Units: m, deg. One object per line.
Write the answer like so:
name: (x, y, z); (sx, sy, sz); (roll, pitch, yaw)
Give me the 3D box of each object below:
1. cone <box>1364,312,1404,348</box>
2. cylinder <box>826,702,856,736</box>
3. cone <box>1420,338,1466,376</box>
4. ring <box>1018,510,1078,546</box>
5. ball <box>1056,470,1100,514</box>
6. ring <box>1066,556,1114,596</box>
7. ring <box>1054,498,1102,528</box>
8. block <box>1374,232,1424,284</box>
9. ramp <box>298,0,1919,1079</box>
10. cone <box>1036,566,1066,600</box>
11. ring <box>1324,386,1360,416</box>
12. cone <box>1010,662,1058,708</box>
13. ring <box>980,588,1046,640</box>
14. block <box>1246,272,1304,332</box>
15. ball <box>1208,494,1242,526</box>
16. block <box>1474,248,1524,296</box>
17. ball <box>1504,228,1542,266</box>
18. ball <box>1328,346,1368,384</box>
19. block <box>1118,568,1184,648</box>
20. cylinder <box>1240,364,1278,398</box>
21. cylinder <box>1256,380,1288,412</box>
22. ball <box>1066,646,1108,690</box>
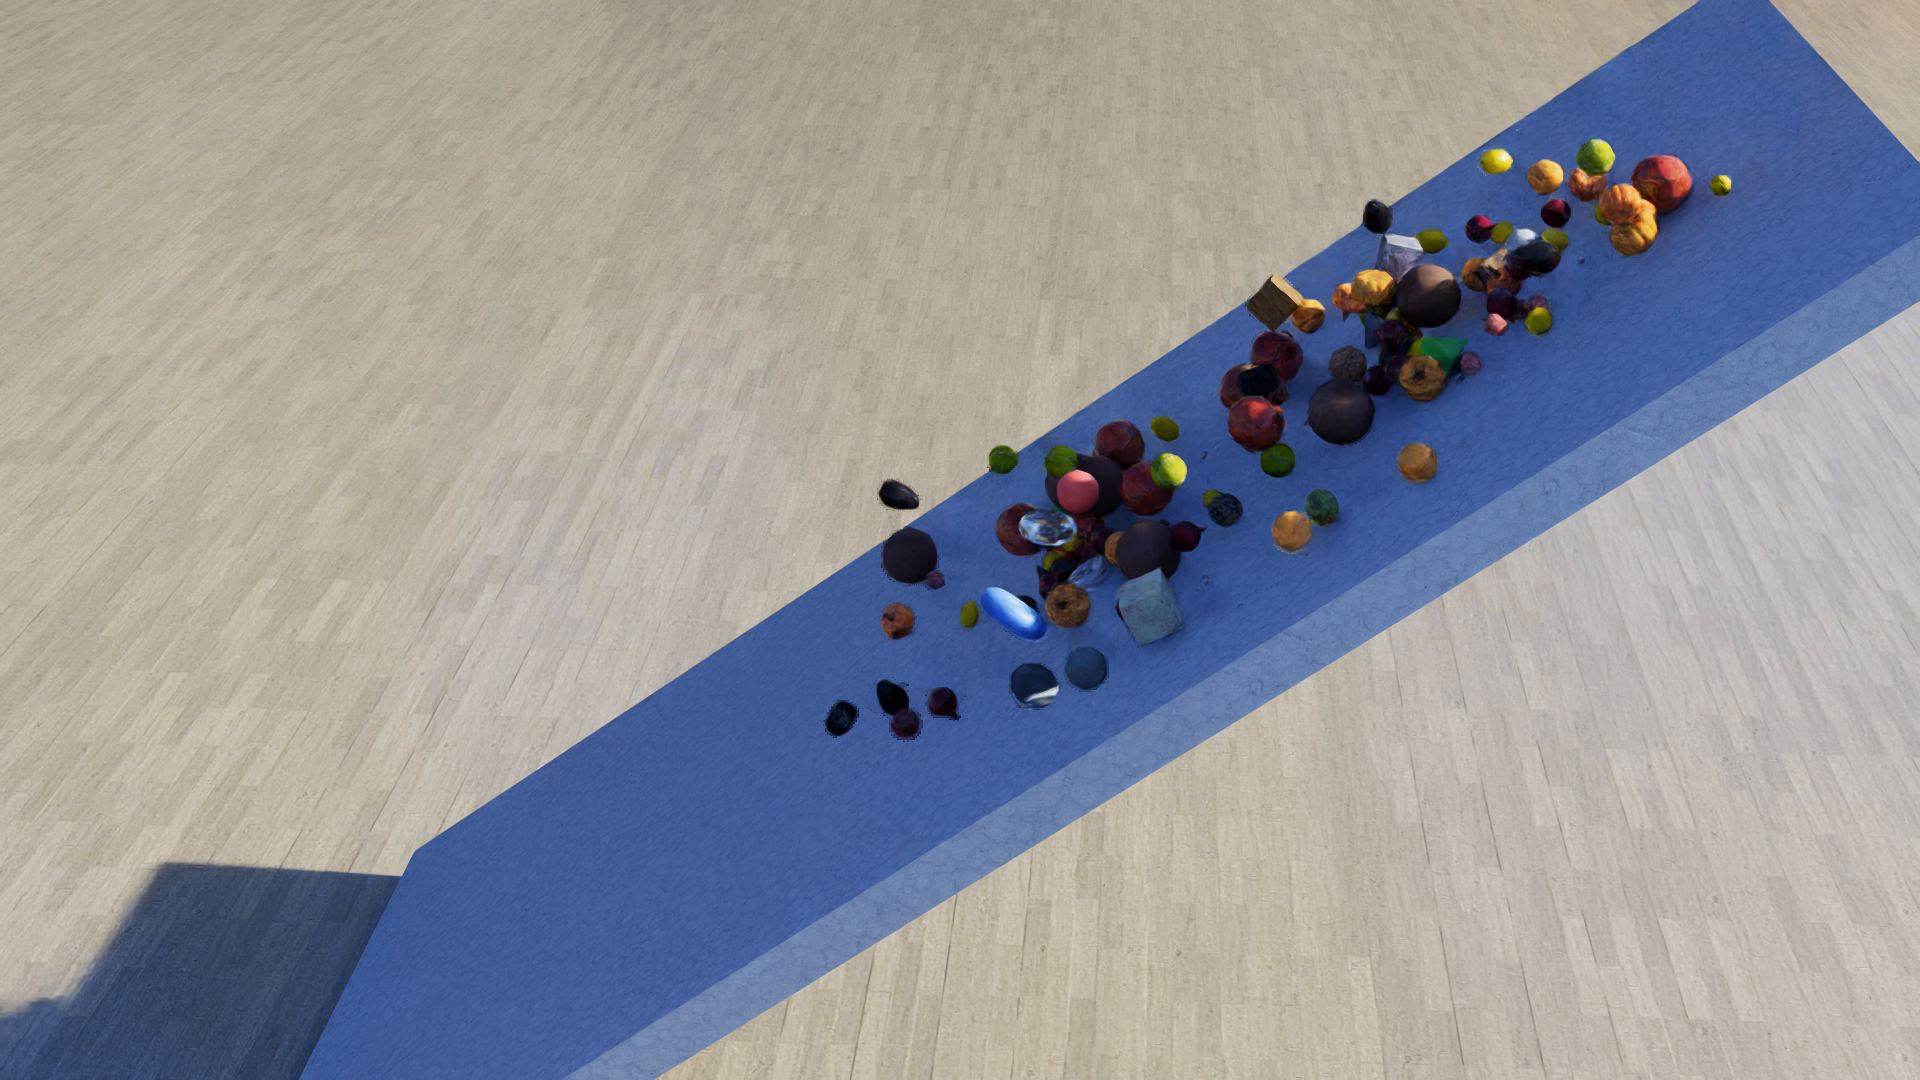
cone: (0.889, -0.437, 6.131); (0.079, 0.079, 0.079); (2, 22, 17)
cylinder: (-0.254, 0.381, 6.288); (0.052, 0.052, 0.052); (7, 32, 17)
cone: (0.962, -0.375, 5.752); (0.085, 0.085, 0.085); (-34, 35, -21)
ring: (0.179, -0.026, 5.969); (0.119, 0.040, 0.119); (3, 26, -1)
ball: (0.245, -0.100, 6.101); (0.090, 0.090, 0.090); (0, 22, 0)
ring: (0.268, 0.074, 6.051); (0.110, 0.037, 0.110); (-35, 16, 12)
ring: (0.249, -0.060, 6.460); (0.140, 0.047, 0.140); (-34, 17, 12)
block: (0.899, -0.578, 6.028); (0.074, 0.074, 0.074); (11, 24, -5)
ramp: (0.133, 0.176, 6.313); (4.000, 0.100, 2.000); (-33, 16, 16)
cone: (0.179, 0.078, 6.179); (0.065, 0.065, 0.065); (-35, 16, 11)
ring: (0.774, -0.282, 5.965); (0.081, 0.027, 0.081); (-35, 14, 10)
cone: (0.131, 0.302, 5.685); (0.096, 0.096, 0.096); (7, 59, -12)
ring: (0.104, 0.143, 5.694); (0.146, 0.049, 0.146); (34, 6, -4)
block: (0.660, -0.499, 6.174); (0.080, 0.080, 0.080); (41, 22, -2)
ball: (0.524, -0.059, 5.806); (0.066, 0.066, 0.066); (0, 22, 0)
block: (1.084, -0.541, 5.921); (0.062, 0.062, 0.062); (-38, -3, -8)
ball: (1.141, -0.593, 5.960); (0.075, 0.075, 0.075); (0, 22, 0)
ball: (0.797, -0.359, 6.039); (0.079, 0.079, 0.079); (0, 22, 0)
block: (0.358, 0.127, 5.533); (0.091, 0.091, 0.091); (-26, 24, 13)
cylinder: (0.615, -0.327, 6.052); (0.058, 0.058, 0.058); (-18, 11, 32)
cylinder: (0.661, -0.306, 6.237); (0.050, 0.050, 0.050); (-31, 1, 37)
ball: (0.239, 0.241, 5.549); (0.080, 0.080, 0.080); (0, 22, 0)
